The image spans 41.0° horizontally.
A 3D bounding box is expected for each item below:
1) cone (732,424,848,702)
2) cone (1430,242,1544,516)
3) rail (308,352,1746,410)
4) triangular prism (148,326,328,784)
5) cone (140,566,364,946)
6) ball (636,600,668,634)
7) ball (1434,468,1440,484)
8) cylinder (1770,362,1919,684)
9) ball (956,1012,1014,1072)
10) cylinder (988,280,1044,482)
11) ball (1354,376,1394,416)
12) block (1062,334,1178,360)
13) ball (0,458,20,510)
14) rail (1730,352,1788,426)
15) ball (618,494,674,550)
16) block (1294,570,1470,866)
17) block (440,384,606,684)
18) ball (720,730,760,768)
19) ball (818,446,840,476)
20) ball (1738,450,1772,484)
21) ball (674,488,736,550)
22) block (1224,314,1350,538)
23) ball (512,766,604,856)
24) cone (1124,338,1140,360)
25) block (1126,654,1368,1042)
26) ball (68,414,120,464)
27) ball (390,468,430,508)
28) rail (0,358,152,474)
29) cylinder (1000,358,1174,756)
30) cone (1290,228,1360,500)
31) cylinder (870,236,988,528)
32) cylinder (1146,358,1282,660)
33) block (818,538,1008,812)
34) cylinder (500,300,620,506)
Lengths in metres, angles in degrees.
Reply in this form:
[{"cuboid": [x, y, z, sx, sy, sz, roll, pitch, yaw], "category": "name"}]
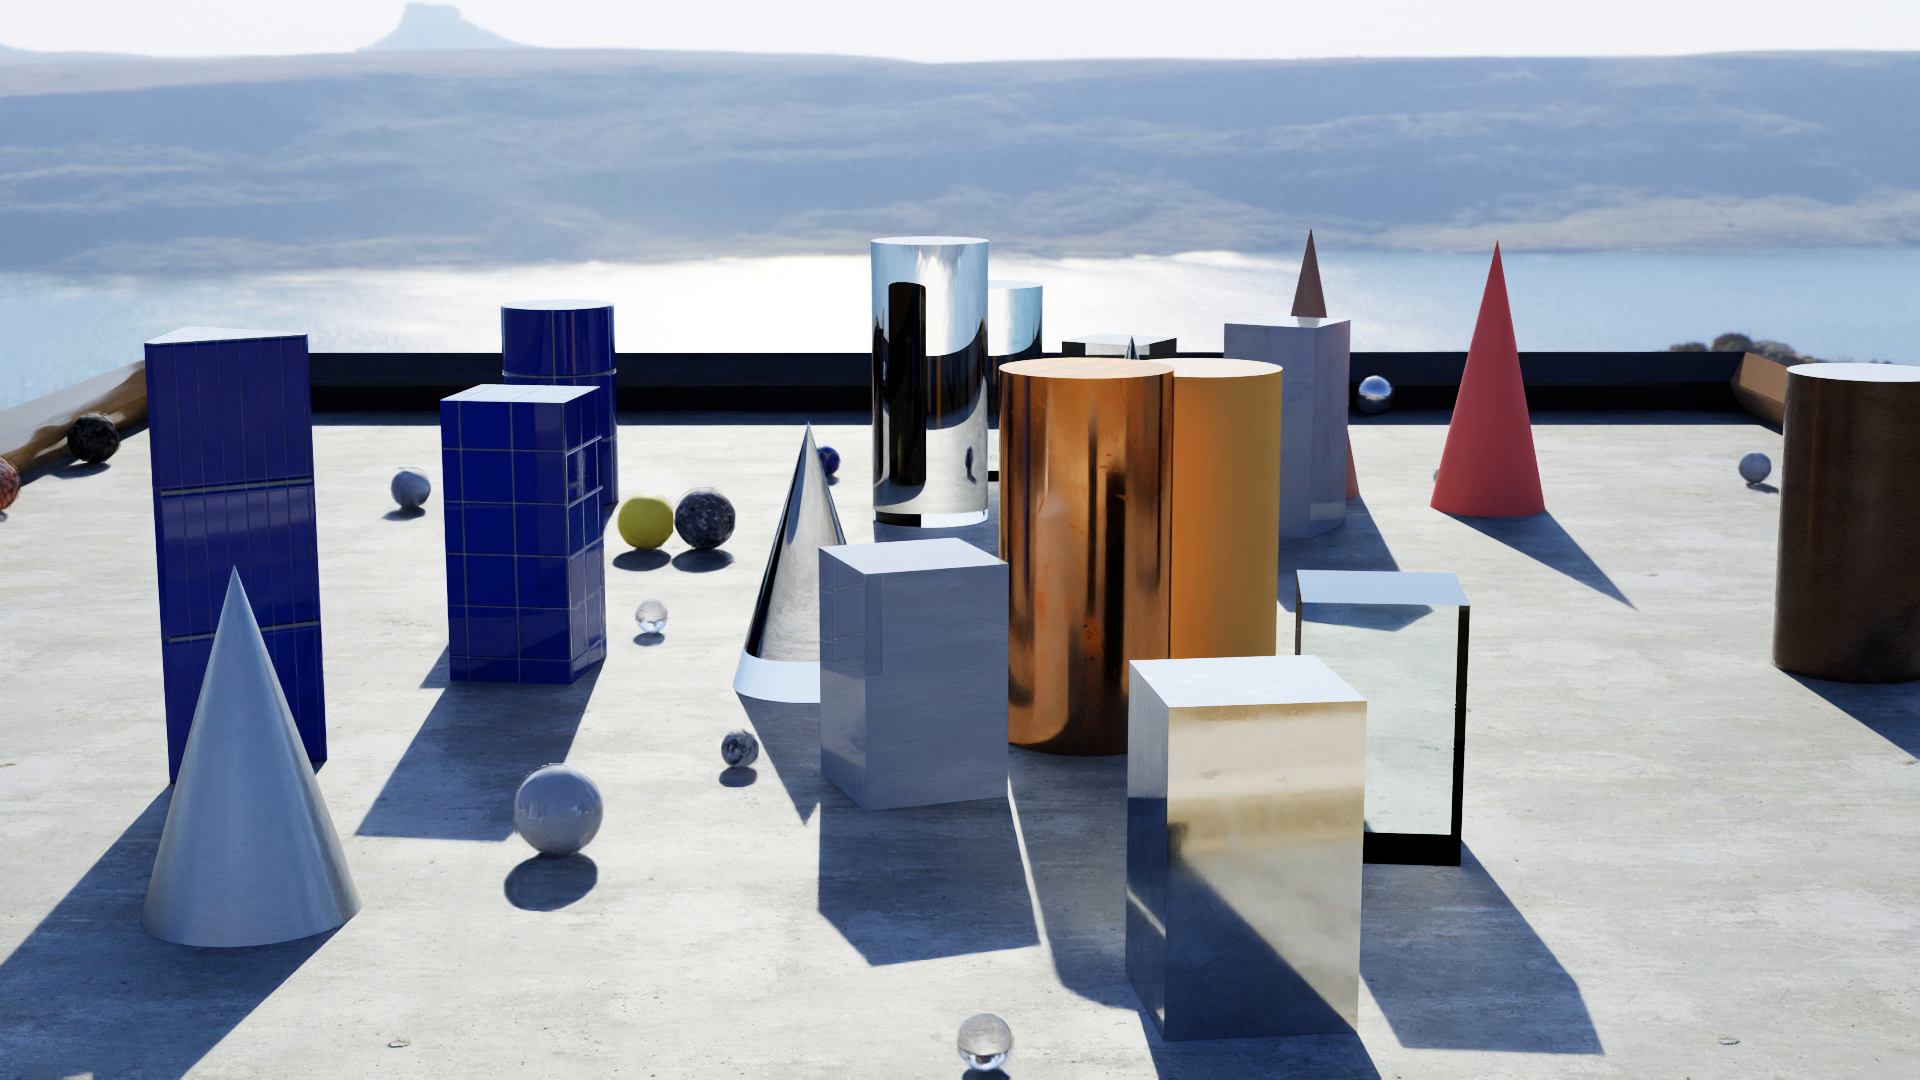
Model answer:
[{"cuboid": [-0.176, 0.016, 3.015, 0.187, 0.313, 0.187, 0, 11, 0], "category": "cone"}, {"cuboid": [0.873, -0.272, 4.206, 0.187, 0.442, 0.187, 0, 11, 0], "category": "cone"}, {"cuboid": [-0.011, -0.331, 5.390, 3.342, 0.122, 0.045, 0, 11, 0], "category": "rail"}, {"cuboid": [-0.773, 0.008, 2.679, 0.162, 0.451, 0.141, -7, 13, -32], "category": "triangular prism"}, {"cuboid": [-0.615, 0.171, 2.202, 0.187, 0.307, 0.187, 0, 11, 0], "category": "cone"}, {"cuboid": [-0.398, 0.099, 3.310, 0.042, 0.042, 0.042, 0, 11, 0], "category": "ball"}, {"cuboid": [0.834, -0.106, 4.402, 0.044, 0.044, 0.044, 0, 11, 0], "category": "ball"}, {"cuboid": [1.086, -0.024, 3.098, 0.187, 0.361, 0.187, 0, 11, 0], "category": "cylinder"}, {"cuboid": [0.018, 0.367, 1.875, 0.042, 0.042, 0.042, 0, 11, 0], "category": "ball"}, {"cuboid": [0.053, -0.285, 4.562, 0.187, 0.338, 0.187, 0, 11, 0], "category": "cylinder"}, {"cuboid": [0.863, -0.300, 5.340, 0.082, 0.082, 0.082, 0, 11, 0], "category": "ball"}, {"cuboid": [0.277, -0.224, 4.471, 0.150, 0.251, 0.150, 6, 12, 29], "category": "block"}, {"cuboid": [-1.584, -0.091, 4.184, 0.094, 0.094, 0.094, 0, 11, 0], "category": "ball"}, {"cuboid": [1.647, 0.030, 3.459, 0.045, 0.122, 3.995, 0, 11, 0], "category": "rail"}, {"cuboid": [-0.473, -0.027, 3.866, 0.086, 0.086, 0.086, 0, 11, 0], "category": "ball"}, {"cuboid": [0.391, 0.164, 2.409, 0.150, 0.245, 0.150, 1, 11, 5], "category": "block"}, {"cuboid": [-0.523, -0.010, 3.091, 0.150, 0.336, 0.150, 2, 11, 8], "category": "block"}, {"cuboid": [-0.230, 0.218, 2.677, 0.040, 0.040, 0.040, 0, 11, 0], "category": "ball"}, {"cuboid": [-0.239, -0.140, 4.559, 0.054, 0.054, 0.054, 0, 11, 0], "category": "ball"}, {"cuboid": [1.388, -0.127, 4.480, 0.057, 0.057, 0.057, 0, 11, 0], "category": "ball"}, {"cuboid": [-0.384, -0.031, 3.870, 0.092, 0.092, 0.092, 0, 11, 0], "category": "ball"}, {"cuboid": [0.512, -0.181, 4.033, 0.150, 0.327, 0.150, 6, 12, 29], "category": "block"}, {"cuboid": [-0.372, 0.251, 2.380, 0.084, 0.084, 0.084, 0, 11, 0], "category": "ball"}, {"cuboid": [0.263, -0.159, 3.946, 0.187, 0.316, 0.187, 0, 11, 0], "category": "cone"}, {"cuboid": [0.218, 0.235, 1.989, 0.150, 0.260, 0.150, -1, 11, -7], "category": "block"}, {"cuboid": [-1.589, -0.186, 4.704, 0.091, 0.091, 0.091, 0, 11, 0], "category": "ball"}, {"cuboid": [-0.906, -0.085, 4.232, 0.066, 0.066, 0.066, 0, 11, 0], "category": "ball"}, {"cuboid": [-1.647, 0.033, 3.440, 0.045, 0.122, 3.995, 0, 11, 0], "category": "rail"}, {"cuboid": [0.135, 0.014, 2.779, 0.187, 0.403, 0.187, 0, 11, 0], "category": "cylinder"}, {"cuboid": [0.589, -0.304, 4.349, 0.187, 0.452, 0.187, 0, 11, 0], "category": "cone"}, {"cuboid": [-0.048, -0.256, 4.112, 0.187, 0.446, 0.187, 0, 11, 0], "category": "cylinder"}, {"cuboid": [0.282, -0.017, 3.026, 0.187, 0.374, 0.187, 0, 11, 0], "category": "cylinder"}, {"cuboid": [-0.048, 0.132, 2.598, 0.150, 0.238, 0.150, -4, 11, -20], "category": "block"}, {"cuboid": [-0.666, -0.228, 4.276, 0.187, 0.330, 0.187, 0, 11, 0], "category": "cylinder"}]
